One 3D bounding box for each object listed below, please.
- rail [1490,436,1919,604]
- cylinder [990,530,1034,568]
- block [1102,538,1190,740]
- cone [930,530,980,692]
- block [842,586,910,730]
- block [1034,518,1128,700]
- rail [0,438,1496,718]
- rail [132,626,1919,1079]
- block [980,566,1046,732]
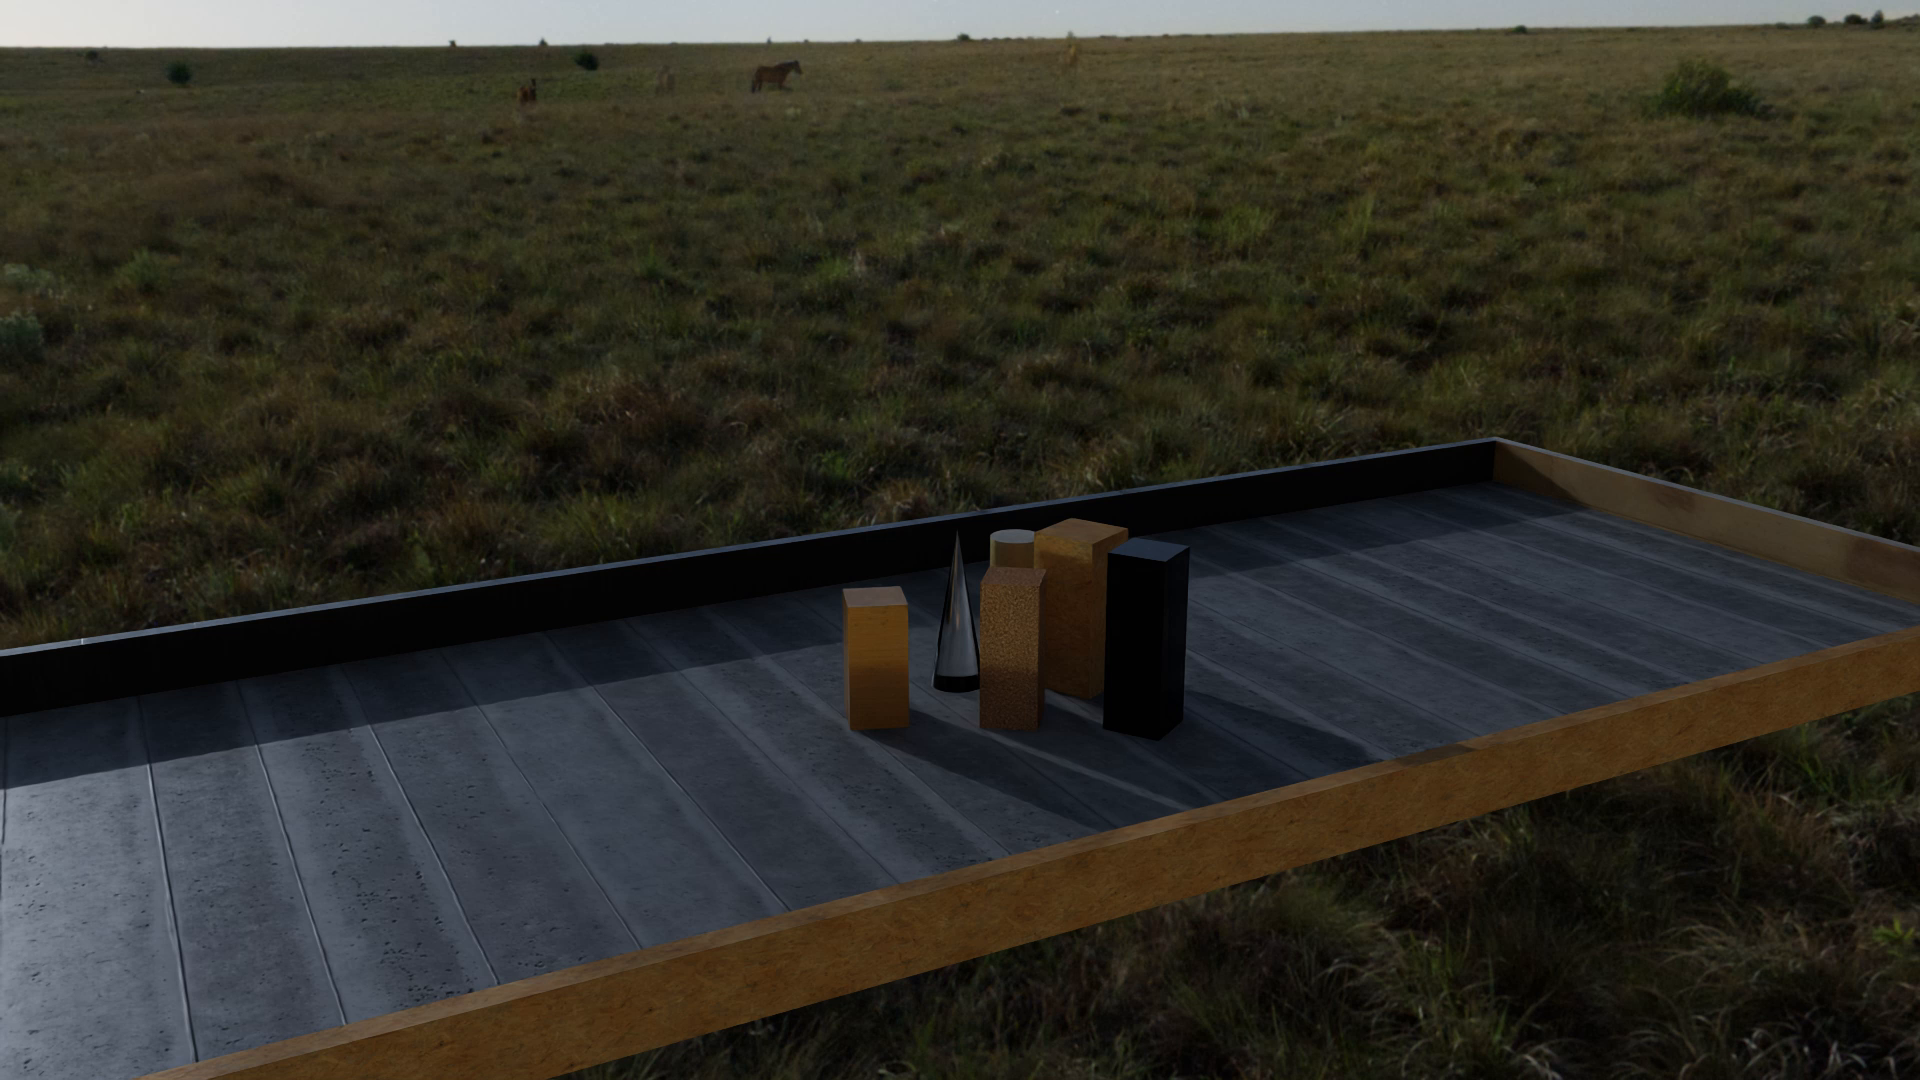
[{"bbox_3d":[2.466,-0.048,5.253,0.050,0.150,2.100,-9,18,-27],"label":"rail"},{"bbox_3d":[0.145,0.135,4.357,0.134,0.303,0.134,0,16,0],"label":"cylinder"},{"bbox_3d":[0.430,0.228,3.816,0.141,0.431,0.141,9,19,29],"label":"block"},{"bbox_3d":[-0.006,0.165,4.081,0.136,0.402,0.136,0,16,0],"label":"cone"},{"bbox_3d":[-0.198,0.277,3.878,0.138,0.302,0.138,-3,17,-9],"label":"block"},{"bbox_3d":[0.297,0.167,4.085,0.167,0.396,0.167,12,20,35],"label":"block"},{"bbox_3d":[-3.305,0.497,3.399,12.000,0.150,0.050,-9,18,-27],"label":"rail"},{"bbox_3d":[-2.336,1.006,1.665,12.000,0.150,0.050,-9,18,-27],"label":"rail"},{"bbox_3d":[0.124,0.254,3.864,0.136,0.354,0.136,3,17,10],"label":"block"}]
